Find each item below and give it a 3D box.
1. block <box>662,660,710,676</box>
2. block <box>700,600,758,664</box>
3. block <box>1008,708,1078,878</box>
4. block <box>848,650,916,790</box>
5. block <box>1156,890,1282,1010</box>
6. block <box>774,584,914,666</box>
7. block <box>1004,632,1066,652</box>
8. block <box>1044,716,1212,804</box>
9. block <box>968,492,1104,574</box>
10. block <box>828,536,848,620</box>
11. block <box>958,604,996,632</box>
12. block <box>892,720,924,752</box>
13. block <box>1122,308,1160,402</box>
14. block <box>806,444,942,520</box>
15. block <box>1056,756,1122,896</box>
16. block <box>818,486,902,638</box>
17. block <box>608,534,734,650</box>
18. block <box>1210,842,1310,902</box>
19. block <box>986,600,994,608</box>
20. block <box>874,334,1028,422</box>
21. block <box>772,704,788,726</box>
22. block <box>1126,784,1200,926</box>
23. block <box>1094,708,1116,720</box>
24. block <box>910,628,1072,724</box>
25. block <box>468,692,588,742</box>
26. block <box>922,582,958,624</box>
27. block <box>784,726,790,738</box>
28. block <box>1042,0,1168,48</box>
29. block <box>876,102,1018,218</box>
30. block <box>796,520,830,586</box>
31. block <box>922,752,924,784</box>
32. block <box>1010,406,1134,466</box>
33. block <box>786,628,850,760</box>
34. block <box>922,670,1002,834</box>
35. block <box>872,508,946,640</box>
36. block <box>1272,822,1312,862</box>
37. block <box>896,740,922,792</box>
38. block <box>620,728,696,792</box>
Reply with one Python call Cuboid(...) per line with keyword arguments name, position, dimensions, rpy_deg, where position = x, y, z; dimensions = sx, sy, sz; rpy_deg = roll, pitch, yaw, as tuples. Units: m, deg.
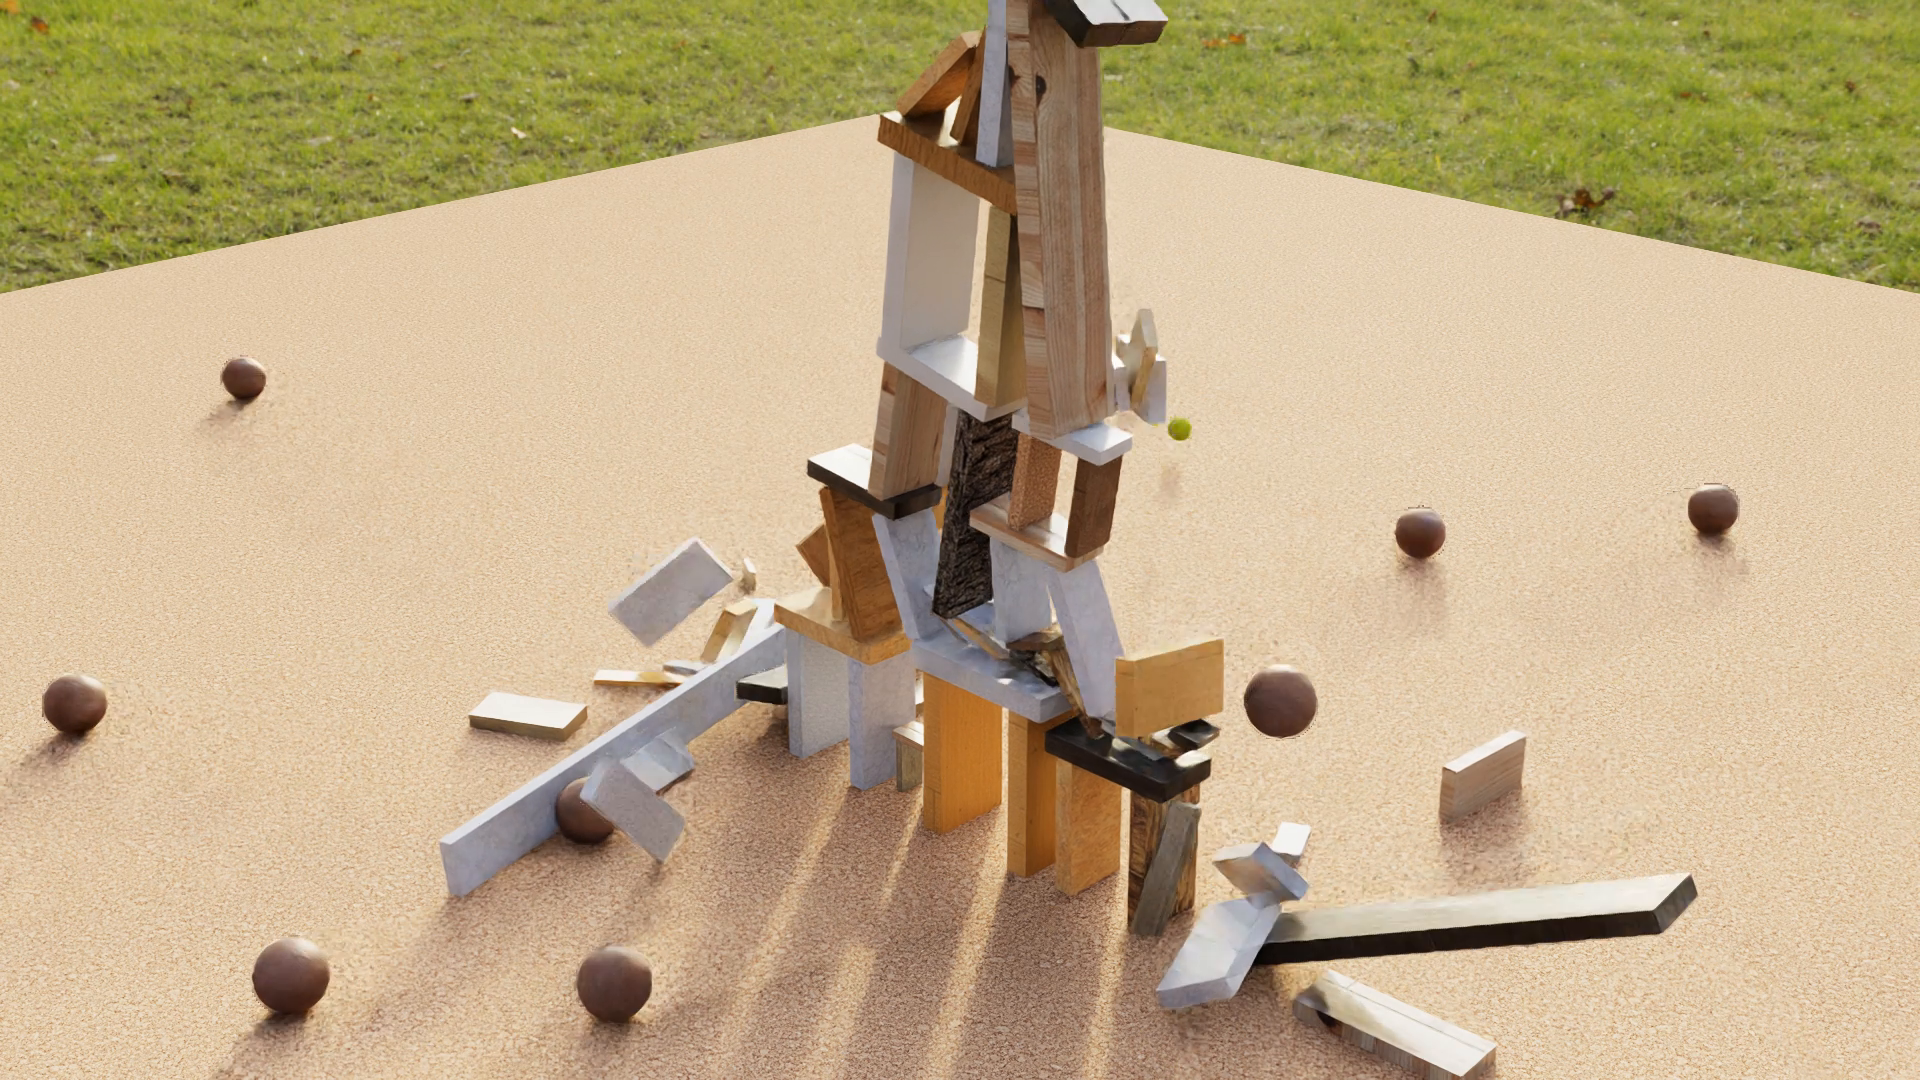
Cuboid(name="block", position=(-0.625, 0.292, 5.034), dimensions=(0.099, 0.014, 0.050), rpy_deg=(7, 13, 29))
Cuboid(name="block", position=(-0.462, 0.183, 4.424), dimensions=(0.031, 0.109, 0.218), rpy_deg=(26, 6, 4))
Cuboid(name="block", position=(0.169, 0.461, 4.231), dimensions=(0.173, 0.347, 0.049), rpy_deg=(-21, 31, -41))
Cuboid(name="block", position=(-0.160, 0.355, 4.544), dimensions=(0.149, 0.297, 0.042), rpy_deg=(-21, 31, -41))
Cuboid(name="block", position=(0.457, 0.720, 3.867), dimensions=(0.139, 0.039, 0.278), rpy_deg=(-20, 13, 33))
Cuboid(name="block", position=(-0.231, 0.172, 4.542), dimensions=(0.148, 0.042, 0.297), rpy_deg=(-21, 31, -40))
Cuboid(name="block", position=(0.144, 0.191, 4.139), dimensions=(0.057, 0.016, 0.113), rpy_deg=(-21, 14, -40))
Cuboid(name="block", position=(0.308, 0.395, 4.056), dimensions=(0.282, 0.040, 0.141), rpy_deg=(21, 31, 40))
Cuboid(name="block", position=(0.140, -0.016, 4.032), dimensions=(0.227, 0.032, 0.113), rpy_deg=(27, 35, 32))
Cuboid(name="block", position=(-0.217, 0.045, 4.492), dimensions=(0.031, 0.217, 0.108), rpy_deg=(9, 17, 42))
Cuboid(name="block", position=(0.024, 0.135, 4.254), dimensions=(0.060, 0.017, 0.121), rpy_deg=(-21, 41, -40))
Cuboid(name="block", position=(-0.076, 0.405, 4.482), dimensions=(0.118, 0.017, 0.059), rpy_deg=(21, 31, 41))
Cuboid(name="block", position=(0.360, -0.368, 4.399), dimensions=(0.027, 0.187, 0.094), rpy_deg=(-2, 59, -9))
Cuboid(name="block", position=(-0.171, -0.117, 4.347), dimensions=(0.127, 0.036, 0.254), rpy_deg=(-21, 36, -41))
Cuboid(name="block", position=(0.244, 0.520, 4.175), dimensions=(0.141, 0.282, 0.040), rpy_deg=(-21, 30, -41))
Cuboid(name="block", position=(-0.193, 0.030, 4.428), dimensions=(0.036, 0.310, 0.127), rpy_deg=(-1, 16, 46))
Cuboid(name="block", position=(-0.663, 0.119, 5.041), dimensions=(0.261, 0.130, 0.037), rpy_deg=(-38, 24, 7))
Cuboid(name="block", position=(0.548, 0.612, 4.032), dimensions=(0.033, 0.118, 0.236), rpy_deg=(-48, 1, -16))
Cuboid(name="block", position=(0.097, 0.153, 5.383), dimensions=(0.095, 0.014, 0.048), rpy_deg=(15, 27, 32))
Cuboid(name="block", position=(-0.006, -0.317, 4.073), dimensions=(0.287, 0.041, 0.144), rpy_deg=(34, 39, 32))
Cuboid(name="block", position=(-0.351, 0.373, 4.833), dimensions=(0.112, 0.016, 0.056), rpy_deg=(-20, 28, -16))
Cuboid(name="block", position=(0.375, 0.571, 4.055), dimensions=(0.141, 0.282, 0.040), rpy_deg=(-19, 29, -38))
Cuboid(name="block", position=(0.311, 0.311, 4.038), dimensions=(0.066, 0.019, 0.131), rpy_deg=(-26, 16, -39))
Cuboid(name="block", position=(0.088, 0.246, 4.230), dimensions=(0.173, 0.049, 0.347), rpy_deg=(-21, 31, -40))
Cuboid(name="block", position=(-0.944, 0.386, 4.810), dimensions=(0.228, 0.032, 0.114), rpy_deg=(7, 24, 16))
Cuboid(name="block", position=(-0.026, 0.121, 4.295), dimensions=(0.047, 0.013, 0.095), rpy_deg=(-24, 58, -42))
Cuboid(name="block", position=(-0.337, 0.376, 4.740), dimensions=(0.056, 0.112, 0.016), rpy_deg=(-22, 60, -41))
Cuboid(name="block", position=(0.176, -0.945, 3.604), dimensions=(0.173, 0.049, 0.346), rpy_deg=(-14, 59, -38))
Cuboid(name="block", position=(0.045, -0.674, 3.876), dimensions=(0.359, 0.051, 0.180), rpy_deg=(33, 38, 31))
Cuboid(name="block", position=(-0.240, -0.009, 4.687), dimensions=(0.217, 0.108, 0.031), rpy_deg=(-41, 13, -29))
Cuboid(name="block", position=(-0.049, 0.478, 4.483), dimensions=(0.017, 0.118, 0.059), rpy_deg=(21, 31, 41))
Cuboid(name="block", position=(0.198, -0.193, 3.895), dimensions=(0.195, 0.028, 0.098), rpy_deg=(26, 35, 31))
Cuboid(name="block", position=(-0.296, 0.302, 4.668), dimensions=(0.042, 0.297, 0.148), rpy_deg=(21, 31, 40))
Cuboid(name="block", position=(0.006, 0.397, 4.382), dimensions=(0.049, 0.346, 0.173), rpy_deg=(21, 31, 41))
Cuboid(name="block", position=(-0.082, 0.057, 4.329), dimensions=(0.127, 0.254, 0.036), rpy_deg=(-22, 8, -43))
Cuboid(name="block", position=(0.652, 0.595, 4.336), dimensions=(0.058, 0.017, 0.117), rpy_deg=(8, 24, 18))
Cuboid(name="block", position=(-0.104, 0.456, 4.534), dimensions=(0.017, 0.118, 0.059), rpy_deg=(21, 31, 41))
Cuboid(name="block", position=(-0.635, 0.467, 4.541), dimensions=(0.027, 0.094, 0.188), rpy_deg=(-26, 4, 39))
